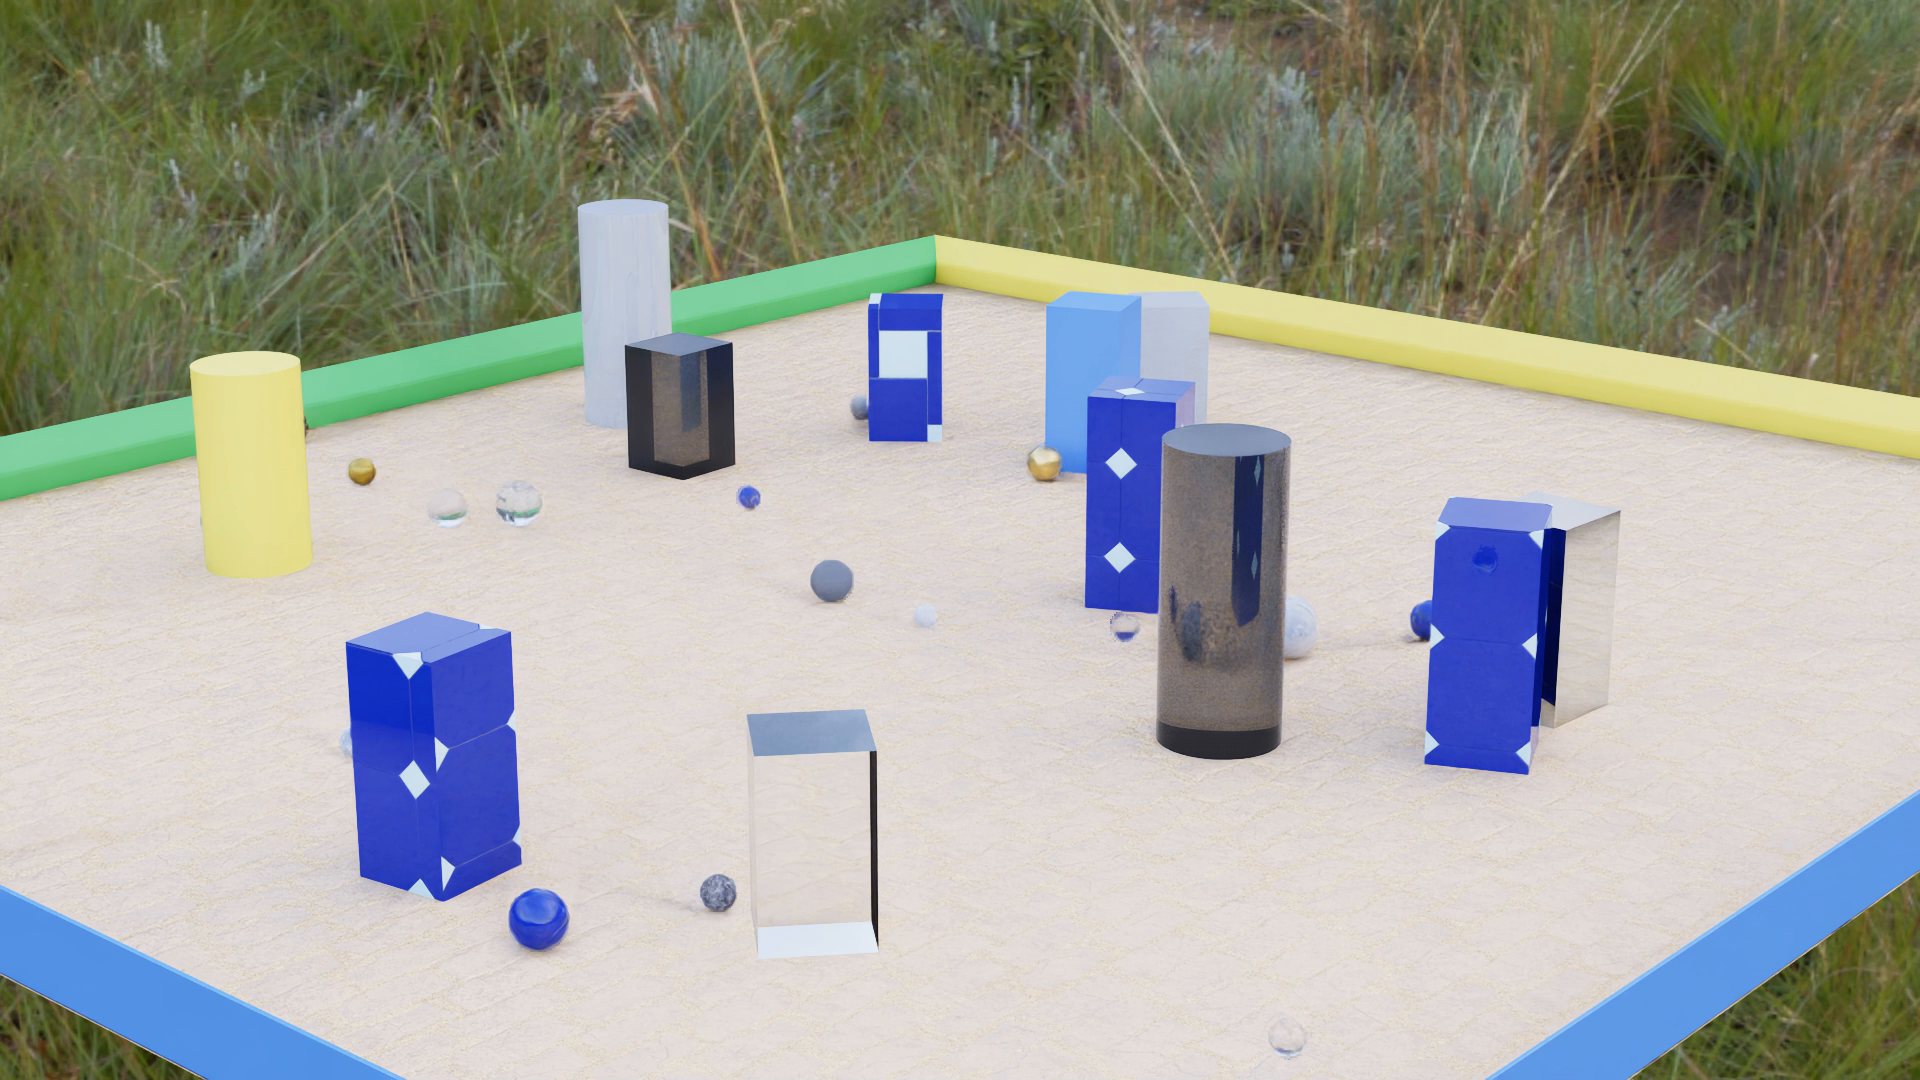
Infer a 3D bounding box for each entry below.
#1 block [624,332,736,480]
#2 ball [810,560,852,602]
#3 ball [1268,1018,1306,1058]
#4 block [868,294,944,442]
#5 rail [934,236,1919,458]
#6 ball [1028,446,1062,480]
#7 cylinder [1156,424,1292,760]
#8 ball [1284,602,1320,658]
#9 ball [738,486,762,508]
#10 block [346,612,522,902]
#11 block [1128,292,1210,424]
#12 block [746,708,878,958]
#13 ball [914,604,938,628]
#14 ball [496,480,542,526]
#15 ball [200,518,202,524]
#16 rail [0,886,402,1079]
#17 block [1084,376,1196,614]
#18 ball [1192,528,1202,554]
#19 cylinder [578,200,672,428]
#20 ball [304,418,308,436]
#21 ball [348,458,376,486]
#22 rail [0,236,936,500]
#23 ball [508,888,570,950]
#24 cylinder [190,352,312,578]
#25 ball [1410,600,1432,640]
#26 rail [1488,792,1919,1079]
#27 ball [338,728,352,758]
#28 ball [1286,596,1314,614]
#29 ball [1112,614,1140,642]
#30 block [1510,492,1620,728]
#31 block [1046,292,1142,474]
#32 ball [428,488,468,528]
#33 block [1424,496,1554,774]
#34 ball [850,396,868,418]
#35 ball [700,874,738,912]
[{"bbox_3d":[-0.562,-0.271,5.899,0.152,0.254,0.152,13,21,37],"label":"block"},{"bbox_3d":[-0.222,0.070,5.081,0.074,0.074,0.074,0,17,0],"label":"ball"},{"bbox_3d":[0.383,0.583,3.433,0.045,0.045,0.045,0,17,0],"label":"ball"},{"bbox_3d":[-0.113,-0.363,6.153,0.152,0.282,0.152,0,17,1],"label":"block"},{"bbox_3d":[1.268,-0.391,6.519,3.574,0.124,0.045,14,22,39],"label":"rail"},{"bbox_3d":[0.169,-0.153,5.827,0.070,0.070,0.070,0,17,0],"label":"ball"},{"bbox_3d":[0.392,0.076,4.382,0.191,0.467,0.191,0,17,0],"label":"cylinder"},{"bbox_3d":[0.542,0.148,4.796,0.090,0.090,0.090,0,17,0],"label":"ball"},{"bbox_3d":[-0.404,-0.081,5.635,0.043,0.043,0.043,0,17,0],"label":"ball"},{"bbox_3d":[-0.701,0.287,3.915,0.152,0.333,0.152,11,20,32],"label":"block"},{"bbox_3d":[0.442,-0.385,6.262,0.152,0.263,0.152,-1,17,-4],"label":"block"},{"bbox_3d":[-0.188,0.373,3.736,0.152,0.272,0.152,-2,17,-7],"label":"block"},{"bbox_3d":[-0.058,0.128,4.948,0.041,0.041,0.041,0,17,0],"label":"ball"},{"bbox_3d":[-0.831,-0.069,5.519,0.086,0.086,0.086,0,17,0],"label":"ball"},{"bbox_3d":[-1.370,-0.034,5.432,0.071,0.071,0.071,0,17,0],"label":"ball"},{"bbox_3d":[-1.268,0.453,3.722,3.574,0.124,0.045,14,22,39],"label":"rail"},{"bbox_3d":[0.310,-0.078,5.050,0.152,0.375,0.152,5,18,16],"label":"block"},{"bbox_3d":[0.416,0.002,5.344,0.051,0.051,0.051,0,17,0],"label":"ball"},{"bbox_3d":[-0.710,-0.482,6.245,0.191,0.458,0.191,0,17,0],"label":"cylinder"},{"bbox_3d":[-1.392,-0.235,6.102,0.068,0.068,0.068,0,17,0],"label":"ball"},{"bbox_3d":[-1.182,-0.136,5.796,0.055,0.055,0.055,0,17,0],"label":"ball"},{"bbox_3d":[-1.331,-0.303,6.227,0.045,0.124,3.916,14,22,39],"label":"rail"},{"bbox_3d":[-0.534,0.480,3.717,0.078,0.078,0.078,0,17,0],"label":"ball"},{"bbox_3d":[-1.267,-0.136,5.252,0.191,0.370,0.191,0,17,0],"label":"cylinder"},{"bbox_3d":[0.782,0.133,4.886,0.066,0.066,0.066,0,17,0],"label":"ball"},{"bbox_3d":[1.331,0.365,4.014,0.045,0.124,3.916,14,22,39],"label":"rail"},{"bbox_3d":[-0.901,0.301,4.365,0.046,0.046,0.046,0,17,0],"label":"ball"},{"bbox_3d":[0.553,0.130,4.880,0.075,0.075,0.075,0,17,0],"label":"ball"},{"bbox_3d":[0.276,0.146,4.875,0.048,0.048,0.048,0,17,0],"label":"ball"},{"bbox_3d":[0.906,0.106,4.541,0.152,0.317,0.152,15,23,41],"label":"block"},{"bbox_3d":[0.268,-0.316,5.904,0.152,0.337,0.152,6,18,19],"label":"block"},{"bbox_3d":[-0.963,-0.059,5.508,0.075,0.075,0.075,0,17,0],"label":"ball"},{"bbox_3d":[0.782,0.140,4.337,0.152,0.371,0.152,5,17,16],"label":"block"},{"bbox_3d":[-0.211,-0.285,6.298,0.049,0.049,0.049,0,17,0],"label":"ball"},{"bbox_3d":[-0.315,0.461,3.832,0.048,0.048,0.048,0,17,0],"label":"ball"}]
